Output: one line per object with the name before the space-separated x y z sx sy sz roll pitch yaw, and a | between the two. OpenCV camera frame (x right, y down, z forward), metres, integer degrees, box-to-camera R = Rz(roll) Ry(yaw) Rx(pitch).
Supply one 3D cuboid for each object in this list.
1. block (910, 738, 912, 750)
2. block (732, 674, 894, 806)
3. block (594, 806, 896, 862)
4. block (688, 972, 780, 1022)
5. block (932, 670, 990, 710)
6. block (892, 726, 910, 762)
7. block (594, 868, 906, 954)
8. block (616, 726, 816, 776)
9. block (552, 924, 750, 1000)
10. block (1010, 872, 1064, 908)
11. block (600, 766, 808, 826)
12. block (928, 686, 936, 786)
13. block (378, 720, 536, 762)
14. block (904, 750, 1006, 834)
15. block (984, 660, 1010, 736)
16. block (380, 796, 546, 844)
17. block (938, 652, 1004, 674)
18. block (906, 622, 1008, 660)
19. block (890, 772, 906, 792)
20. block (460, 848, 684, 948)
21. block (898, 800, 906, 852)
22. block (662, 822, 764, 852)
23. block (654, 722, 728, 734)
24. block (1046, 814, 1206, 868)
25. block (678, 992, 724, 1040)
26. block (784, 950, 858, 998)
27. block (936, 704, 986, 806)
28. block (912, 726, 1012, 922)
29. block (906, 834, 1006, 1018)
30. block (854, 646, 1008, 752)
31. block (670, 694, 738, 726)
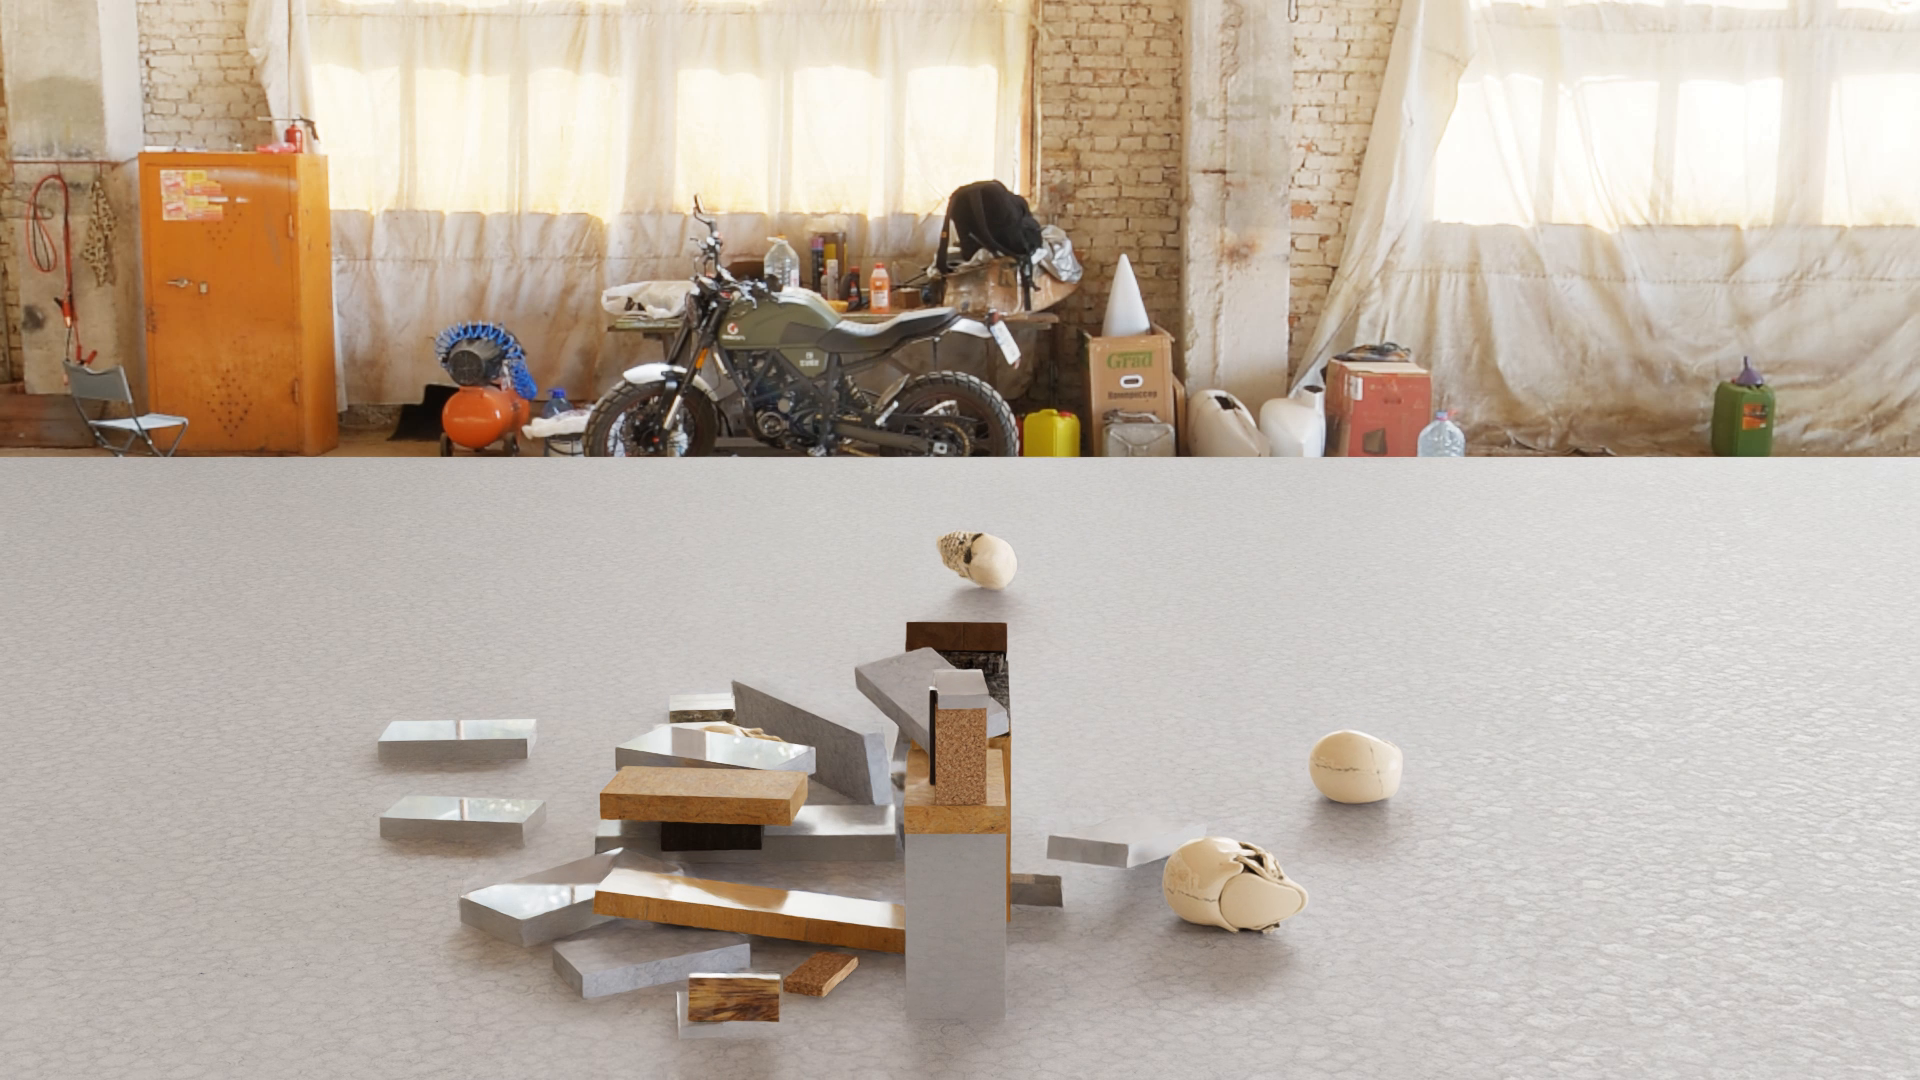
block | -0.036 0.351 4.279 0.112 0.225 0.032 4 37 -1
block | -0.297 0.390 4.325 0.042 0.149 0.521 -17 18 -31
block | -0.375 0.521 3.908 0.521 0.048 0.169 0 11 -1
block | -0.318 0.645 3.103 0.127 0.063 0.018 2 9 -3
block | 0.001 0.210 3.102 0.071 0.020 0.141 -1 11 -4
block | -0.058 0.349 4.322 0.112 0.225 0.032 10 35 -5
block | -0.319 0.580 3.449 0.486 0.038 0.133 7 7 3
block | -0.448 0.402 4.031 0.329 0.047 0.164 5 12 27
block | -0.468 0.632 3.339 0.266 0.038 0.133 -6 12 -29
block | 0.104 0.572 3.598 0.129 0.064 0.018 2 48 9
block | -0.442 0.442 3.813 0.329 0.047 0.164 1 11 6
block | -0.009 0.281 3.163 0.071 0.141 0.020 -1 11 -6
block | -1.030 0.411 4.520 0.298 0.042 0.149 -1 11 -4
block | -0.007 0.364 3.210 0.143 0.040 0.285 0 11 0
block | 0.001 0.257 3.600 0.159 0.045 0.318 0 11 1
block | -0.904 0.508 4.007 0.266 0.038 0.133 1 11 7
block | 0.004 0.202 3.623 0.129 0.018 0.064 2 11 8
block | -0.006 0.197 3.826 0.169 0.048 0.338 0 -13 0
block | -0.104 0.470 4.279 0.045 0.013 0.090 -2 11 -13
block | -0.630 0.581 3.591 0.164 0.047 0.329 10 14 42
block | -0.080 0.468 3.910 0.022 0.078 0.157 2 44 12
block | -0.430 0.474 3.901 0.169 0.048 0.338 0 11 -2
block | -0.537 0.427 4.429 0.149 0.042 0.298 -2 11 -9
block | 0.289 0.506 3.714 0.133 0.038 0.505 4 -2 21
block | -0.372 0.678 3.145 0.063 0.018 0.127 -1 11 -8
block | -0.209 0.650 3.297 0.063 0.018 0.127 4 11 20
block | 0.001 0.298 3.069 0.071 0.141 0.020 -1 11 -4
block | 0.002 0.454 3.530 0.159 0.318 0.045 0 11 0
block | -0.006 0.542 3.147 0.143 0.285 0.040 0 11 0
block | -0.047 0.247 3.425 0.133 0.038 0.266 -14 25 -24
block | -0.494 0.367 4.766 0.266 0.038 0.133 -1 11 -7
